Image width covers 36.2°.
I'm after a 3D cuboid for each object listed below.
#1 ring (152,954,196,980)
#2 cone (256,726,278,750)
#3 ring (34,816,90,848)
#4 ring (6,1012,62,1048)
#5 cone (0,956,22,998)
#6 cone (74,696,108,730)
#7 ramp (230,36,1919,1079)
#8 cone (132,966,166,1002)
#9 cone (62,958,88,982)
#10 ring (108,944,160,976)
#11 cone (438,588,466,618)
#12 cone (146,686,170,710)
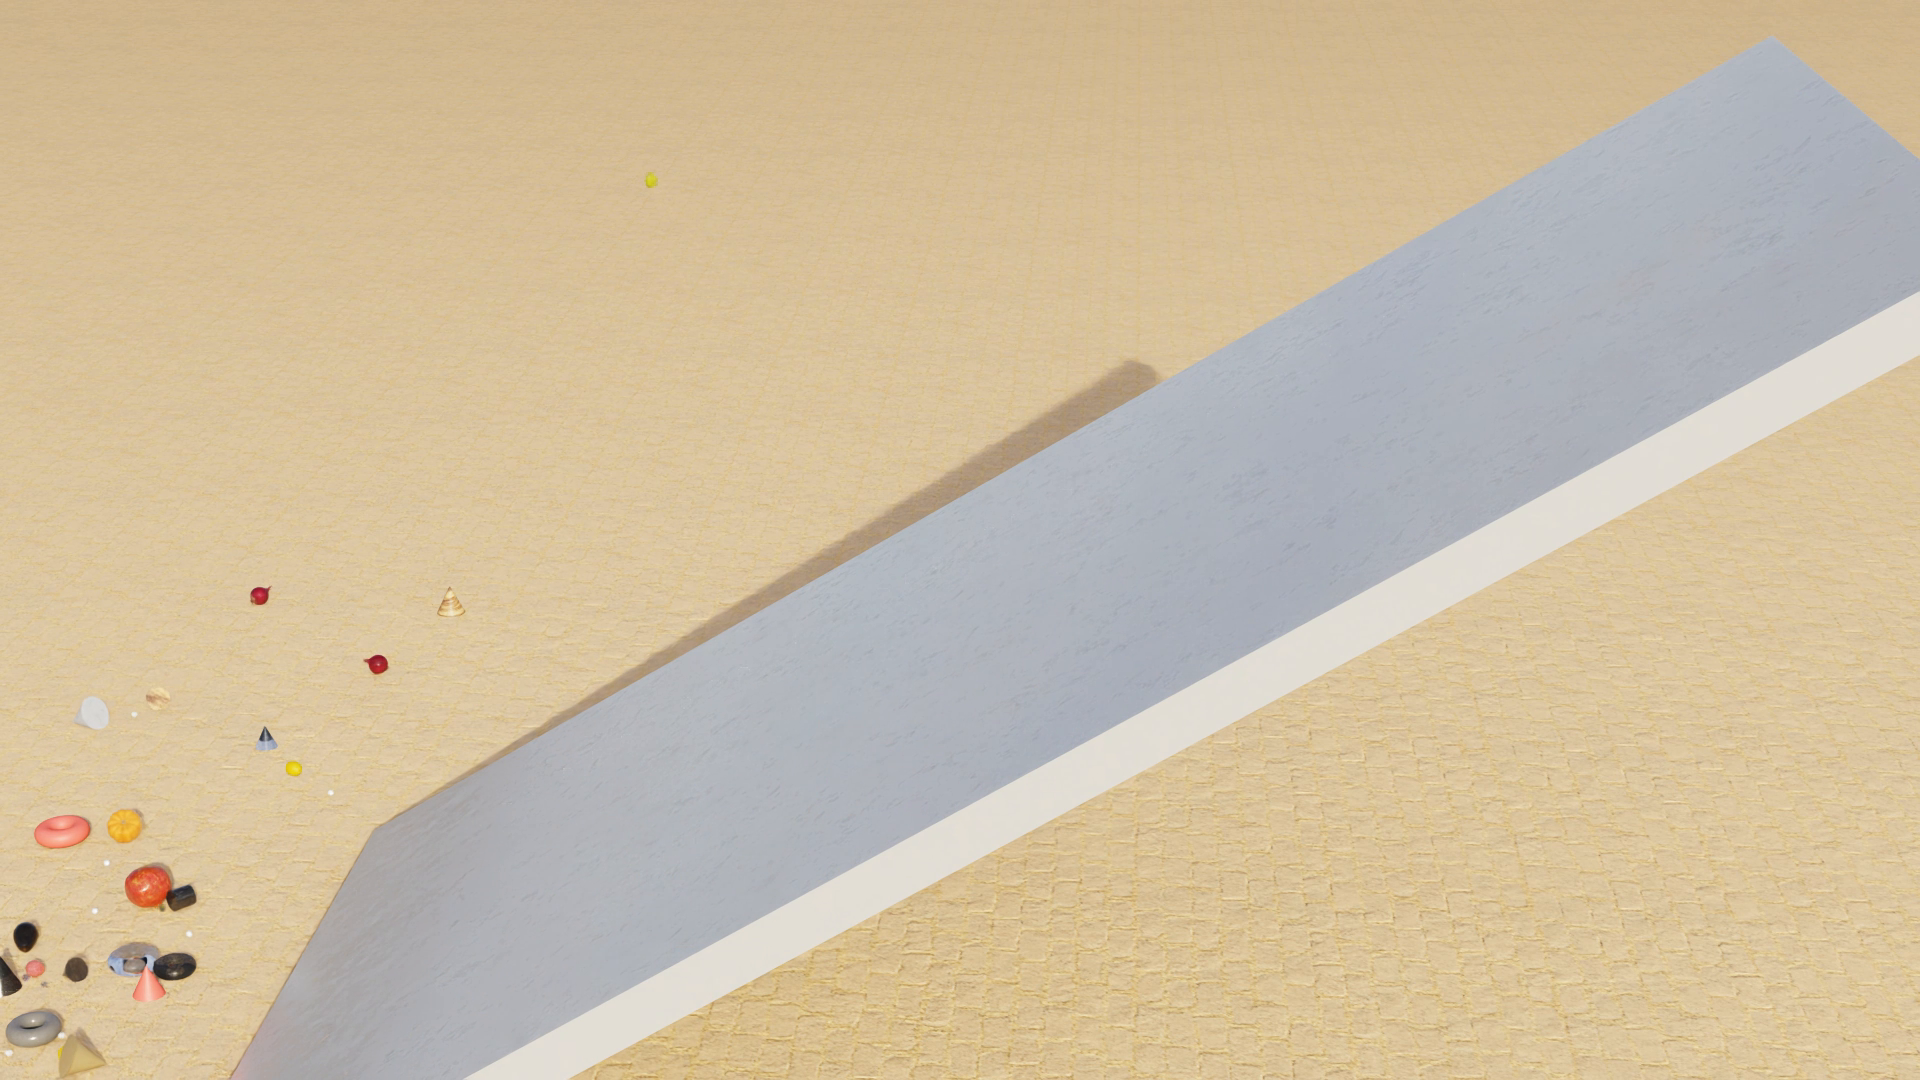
[{"bbox_3d":[-1.893,1.029,7.093,0.102,0.034,0.102,1,20,0],"label":"ring"},{"bbox_3d":[-1.978,0.558,8.380,0.065,0.065,0.065,0,19,0],"label":"cone"},{"bbox_3d":[-2.381,0.773,7.798,0.143,0.048,0.143,-1,19,0],"label":"ring"},{"bbox_3d":[-2.140,1.130,6.793,0.126,0.042,0.126,-1,20,0],"label":"ring"},{"bbox_3d":[-2.291,1.024,7.009,0.098,0.098,0.098,0,19,0],"label":"cone"},{"bbox_3d":[-2.542,0.515,8.532,0.100,0.100,0.100,-20,8,31],"label":"cone"},{"bbox_3d":[0.141,0.169,6.289,4.000,0.100,2.000,-29,15,13],"label":"ramp"},{"bbox_3d":[-1.929,1.044,6.984,0.077,0.077,0.077,0,19,0],"label":"cone"},{"bbox_3d":[-2.142,1.038,7.075,0.061,0.061,0.061,-19,4,39],"label":"cone"},{"bbox_3d":[-1.998,1.017,7.115,0.126,0.042,0.126,1,18,0],"label":"ring"},{"bbox_3d":[-1.627,0.188,9.392,0.090,0.090,0.090,0,19,0],"label":"cone"},{"bbox_3d":[-2.371,0.471,8.678,0.070,0.070,0.070,-9,-5,-24],"label":"cone"}]
